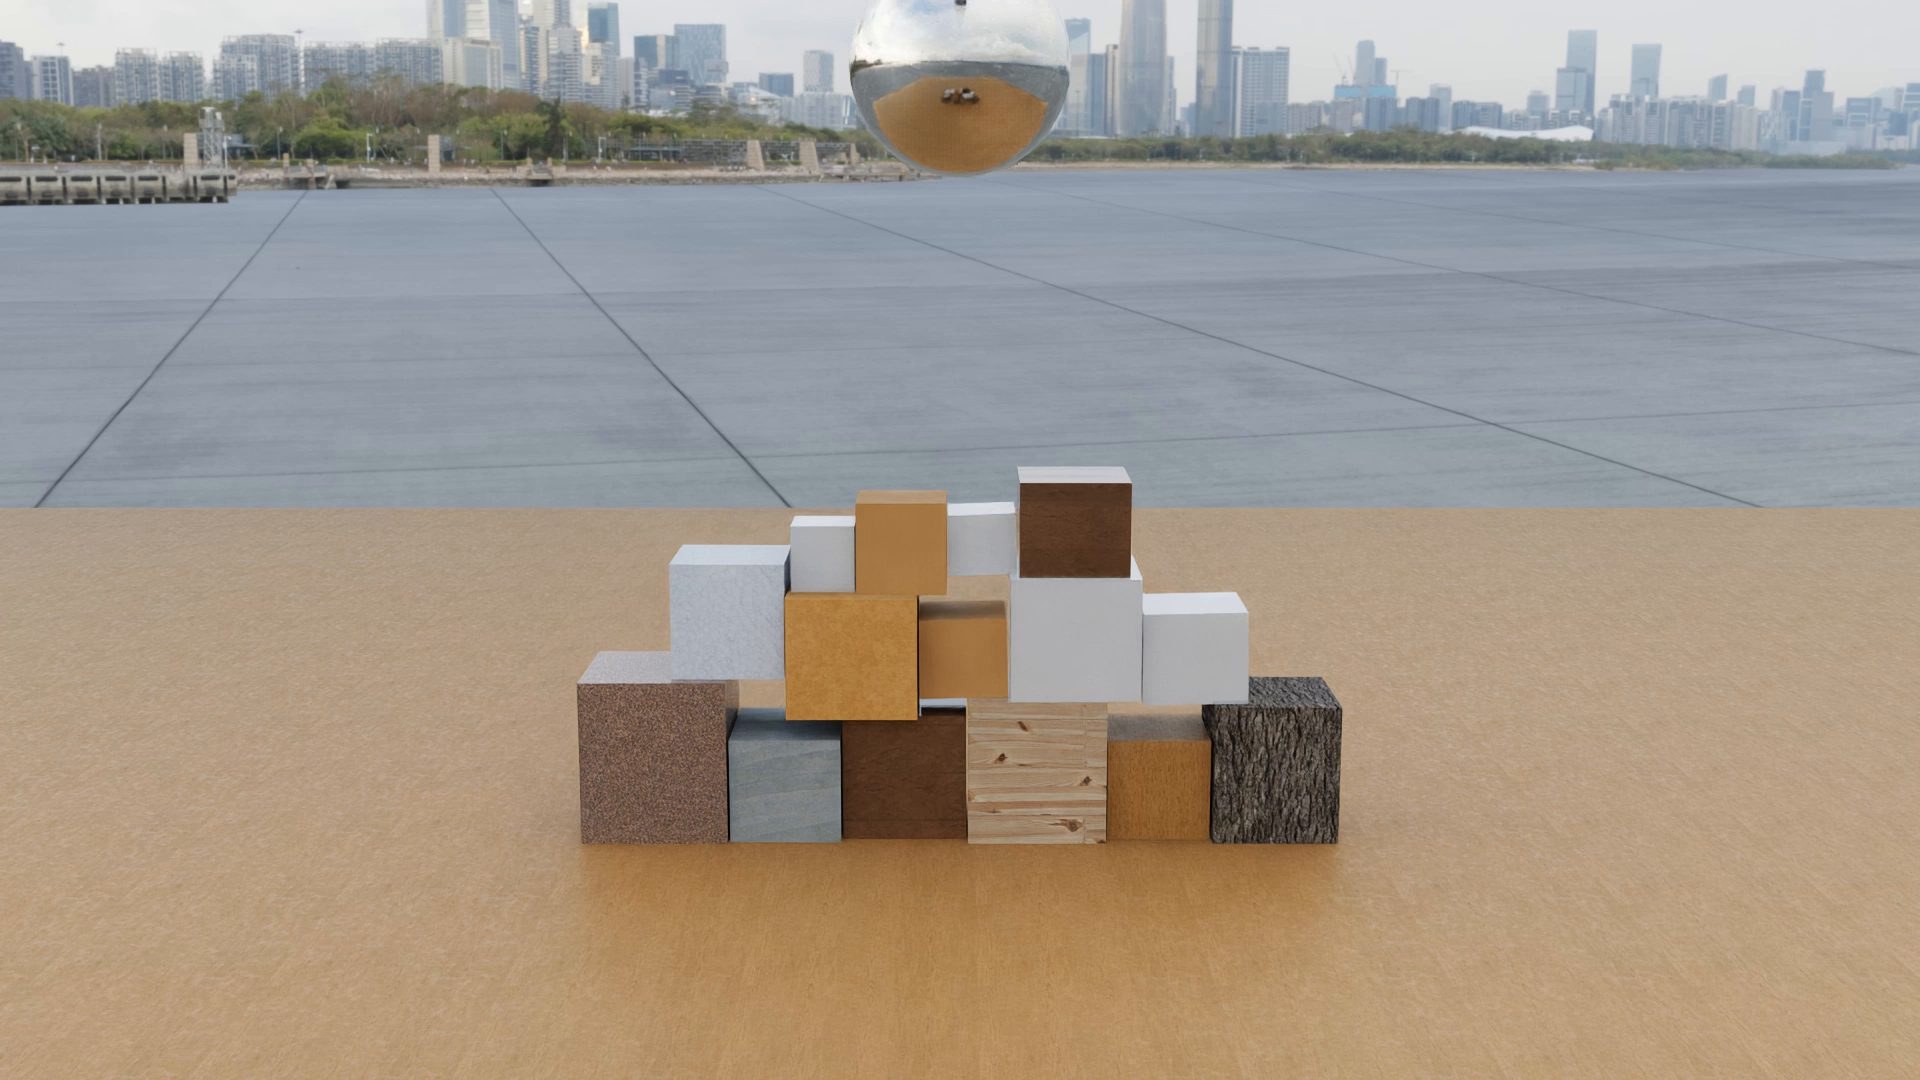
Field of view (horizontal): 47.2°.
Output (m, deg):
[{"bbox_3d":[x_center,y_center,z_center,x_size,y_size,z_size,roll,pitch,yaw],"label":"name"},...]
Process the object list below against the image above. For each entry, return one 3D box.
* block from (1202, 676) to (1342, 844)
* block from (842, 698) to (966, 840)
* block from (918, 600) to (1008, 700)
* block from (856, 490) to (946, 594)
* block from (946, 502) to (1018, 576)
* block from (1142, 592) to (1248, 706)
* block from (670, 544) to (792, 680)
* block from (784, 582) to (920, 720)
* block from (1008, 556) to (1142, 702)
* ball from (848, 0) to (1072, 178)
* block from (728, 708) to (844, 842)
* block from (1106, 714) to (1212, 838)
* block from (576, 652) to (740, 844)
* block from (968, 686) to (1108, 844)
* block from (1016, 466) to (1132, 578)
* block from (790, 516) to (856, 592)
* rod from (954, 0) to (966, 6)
[{"bbox_3d":[1.596,1.129,11.372,0.633,0.709,0.641,0,10,0],"label":"block"},{"bbox_3d":[-0.281,1.157,11.400,0.624,0.645,0.537,0,10,0],"label":"block"},{"bbox_3d":[0.014,0.557,11.278,0.445,0.404,0.456,-1,10,0],"label":"block"},{"bbox_3d":[-0.294,0.009,11.175,0.452,0.463,0.421,0,10,0],"label":"block"},{"bbox_3d":[0.110,-0.008,11.193,0.345,0.309,0.359,-2,10,0],"label":"block"},{"bbox_3d":[1.179,0.552,11.268,0.533,0.468,0.510,-1,10,0],"label":"block"},{"bbox_3d":[-1.164,0.363,11.262,0.570,0.588,0.541,0,10,0],"label":"block"},{"bbox_3d":[-0.542,0.541,11.263,0.657,0.615,0.644,0,10,0],"label":"block"},{"bbox_3d":[0.580,0.445,11.278,0.655,0.623,0.650,0,10,0],"label":"block"},{"bbox_3d":[0.000,-3.411,15.800,1.600,1.600,1.600,0,10,0],"label":"ball"},{"bbox_3d":[-0.883,1.211,11.419,0.561,0.532,0.656,0,10,0],"label":"block"},{"bbox_3d":[1.009,1.221,11.421,0.522,0.512,0.547,0,10,0],"label":"block"},{"bbox_3d":[-1.543,1.063,11.389,0.739,0.834,0.702,0,10,0],"label":"block"},{"bbox_3d":[0.390,1.112,11.400,0.697,0.733,0.701,0,10,0],"label":"block"},{"bbox_3d":[0.573,-0.096,11.178,0.552,0.477,0.556,0,10,0],"label":"block"},{"bbox_3d":[-0.689,0.070,11.195,0.320,0.338,0.309,0,10,0],"label":"block"},{"bbox_3d":[0.000,-4.600,12.614,0.080,0.080,5.200,0,-20,0],"label":"rod"}]
